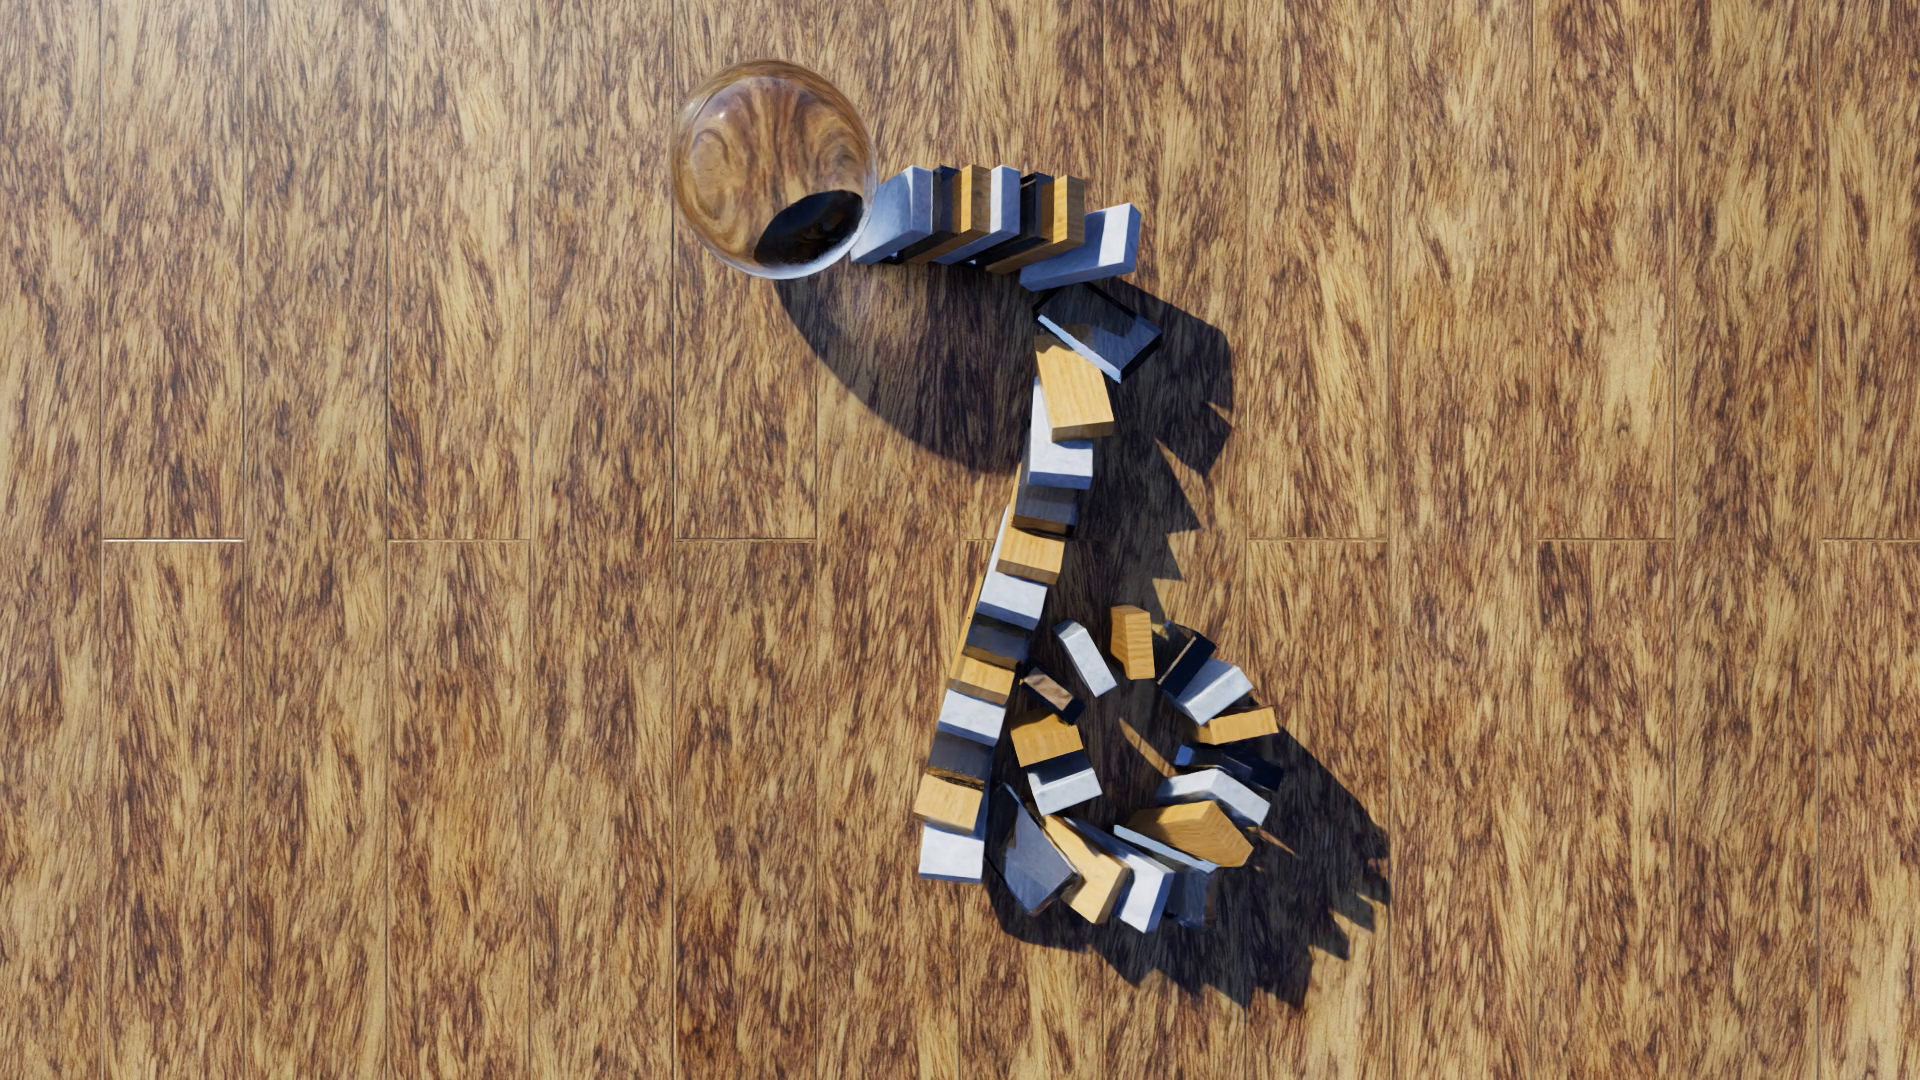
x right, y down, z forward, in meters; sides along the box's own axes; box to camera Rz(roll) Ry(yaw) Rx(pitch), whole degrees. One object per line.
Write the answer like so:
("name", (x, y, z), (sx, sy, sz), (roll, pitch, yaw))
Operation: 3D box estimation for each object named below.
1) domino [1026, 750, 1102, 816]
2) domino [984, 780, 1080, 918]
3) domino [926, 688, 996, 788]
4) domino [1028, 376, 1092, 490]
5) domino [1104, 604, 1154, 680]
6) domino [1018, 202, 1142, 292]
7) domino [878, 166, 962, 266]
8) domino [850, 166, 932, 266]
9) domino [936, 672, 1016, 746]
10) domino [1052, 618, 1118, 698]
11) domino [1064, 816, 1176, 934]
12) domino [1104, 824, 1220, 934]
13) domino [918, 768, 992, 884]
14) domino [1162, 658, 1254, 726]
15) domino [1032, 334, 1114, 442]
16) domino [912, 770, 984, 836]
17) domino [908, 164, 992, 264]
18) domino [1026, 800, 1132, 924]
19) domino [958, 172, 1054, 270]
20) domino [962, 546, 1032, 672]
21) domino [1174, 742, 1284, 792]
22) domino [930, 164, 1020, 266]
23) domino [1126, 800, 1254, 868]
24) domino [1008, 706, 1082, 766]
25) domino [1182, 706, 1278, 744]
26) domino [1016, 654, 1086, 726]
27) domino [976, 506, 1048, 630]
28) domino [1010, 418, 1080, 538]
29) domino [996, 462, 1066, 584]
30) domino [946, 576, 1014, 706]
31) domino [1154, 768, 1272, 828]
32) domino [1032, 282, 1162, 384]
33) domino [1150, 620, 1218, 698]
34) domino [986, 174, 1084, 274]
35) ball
("domino", (0.041, 0.097, 0.375), (0.025, 0.050, 0.010), (-21, 90, 0))
("domino", (0.024, 0.127, 0.381), (0.025, 0.009, 0.050), (-44, 53, 0))
("domino", (0.004, 0.075, 0.383), (0.025, 0.009, 0.050), (16, 57, 0))
("domino", (0.042, -0.045, 0.383), (0.025, 0.010, 0.050), (5, 58, 0))
("domino", (0.069, 0.040, 0.375), (0.009, 0.050, 0.025), (-5, 90, 0))
("domino", (0.049, -0.120, 0.379), (0.050, 0.009, 0.025), (1, 79, 39))
("domino", (-0.017, -0.132, 0.377), (0.009, 0.050, 0.025), (1, 90, -34))
("domino", (-0.029, -0.132, 0.377), (0.009, 0.050, 0.025), (1, 90, -34))
("domino", (0.009, 0.058, 0.382), (0.025, 0.009, 0.050), (17, 57, 0))
("domino", (0.050, 0.047, 0.375), (0.009, 0.050, 0.025), (-29, 90, 0))
("domino", (0.062, 0.138, 0.380), (0.050, 0.010, 0.025), (19, 91, 42))
("domino", (0.081, 0.139, 0.378), (0.050, 0.010, 0.025), (9, 98, 43))
("domino", (-0.001, 0.115, 0.382), (0.025, 0.010, 0.050), (5, 57, 4))
("domino", (0.100, 0.061, 0.375), (0.025, 0.050, 0.009), (-36, 87, 0))
("domino", (0.047, -0.065, 0.383), (0.025, 0.010, 0.050), (-7, 59, -1))
("domino", (-0.001, 0.094, 0.382), (0.025, 0.010, 0.050), (15, 57, 3))
("domino", (-0.006, -0.133, 0.377), (0.010, 0.050, 0.025), (1, 90, -34))
("domino", (0.044, 0.133, 0.381), (0.050, 0.009, 0.025), (26, 90, 39))
("domino", (0.018, -0.130, 0.377), (0.009, 0.050, 0.025), (1, 90, -37))
("domino", (0.019, 0.028, 0.380), (0.025, 0.009, 0.050), (17, 55, 0))
("domino", (0.109, 0.093, 0.375), (0.025, 0.050, 0.010), (25, 75, 0))
("domino", (0.006, -0.132, 0.377), (0.010, 0.050, 0.025), (1, 90, -34))
("domino", (0.093, 0.122, 0.376), (0.025, 0.050, 0.010), (49, 57, -2))
("domino", (0.034, 0.079, 0.375), (0.025, 0.050, 0.009), (-17, 90, 0))
("domino", (0.109, 0.075, 0.375), (0.025, 0.050, 0.009), (-11, 80, 0))
("domino", (0.036, 0.060, 0.375), (0.025, 0.050, 0.009), (38, 90, 0))
("domino", (0.025, 0.011, 0.382), (0.025, 0.009, 0.050), (18, 55, 0))
("domino", (0.037, -0.026, 0.383), (0.025, 0.009, 0.050), (11, 58, 0))
("domino", (0.032, -0.007, 0.382), (0.025, 0.009, 0.050), (14, 56, 0))
("domino", (0.013, 0.041, 0.382), (0.025, 0.009, 0.050), (17, 55, 0))
("domino", (0.102, 0.107, 0.375), (0.025, 0.050, 0.010), (35, 66, 0))
("domino", (0.057, -0.090, 0.384), (0.025, 0.009, 0.050), (-44, 66, -10))
("domino", (0.087, 0.048, 0.375), (0.009, 0.050, 0.025), (38, 90, 0))
("domino", (0.030, -0.129, 0.377), (0.010, 0.050, 0.025), (1, 89, -37))
("ball", (-0.073, -0.144, 0.360), (0.080, 0.080, 0.080), (0, 90, 0))
